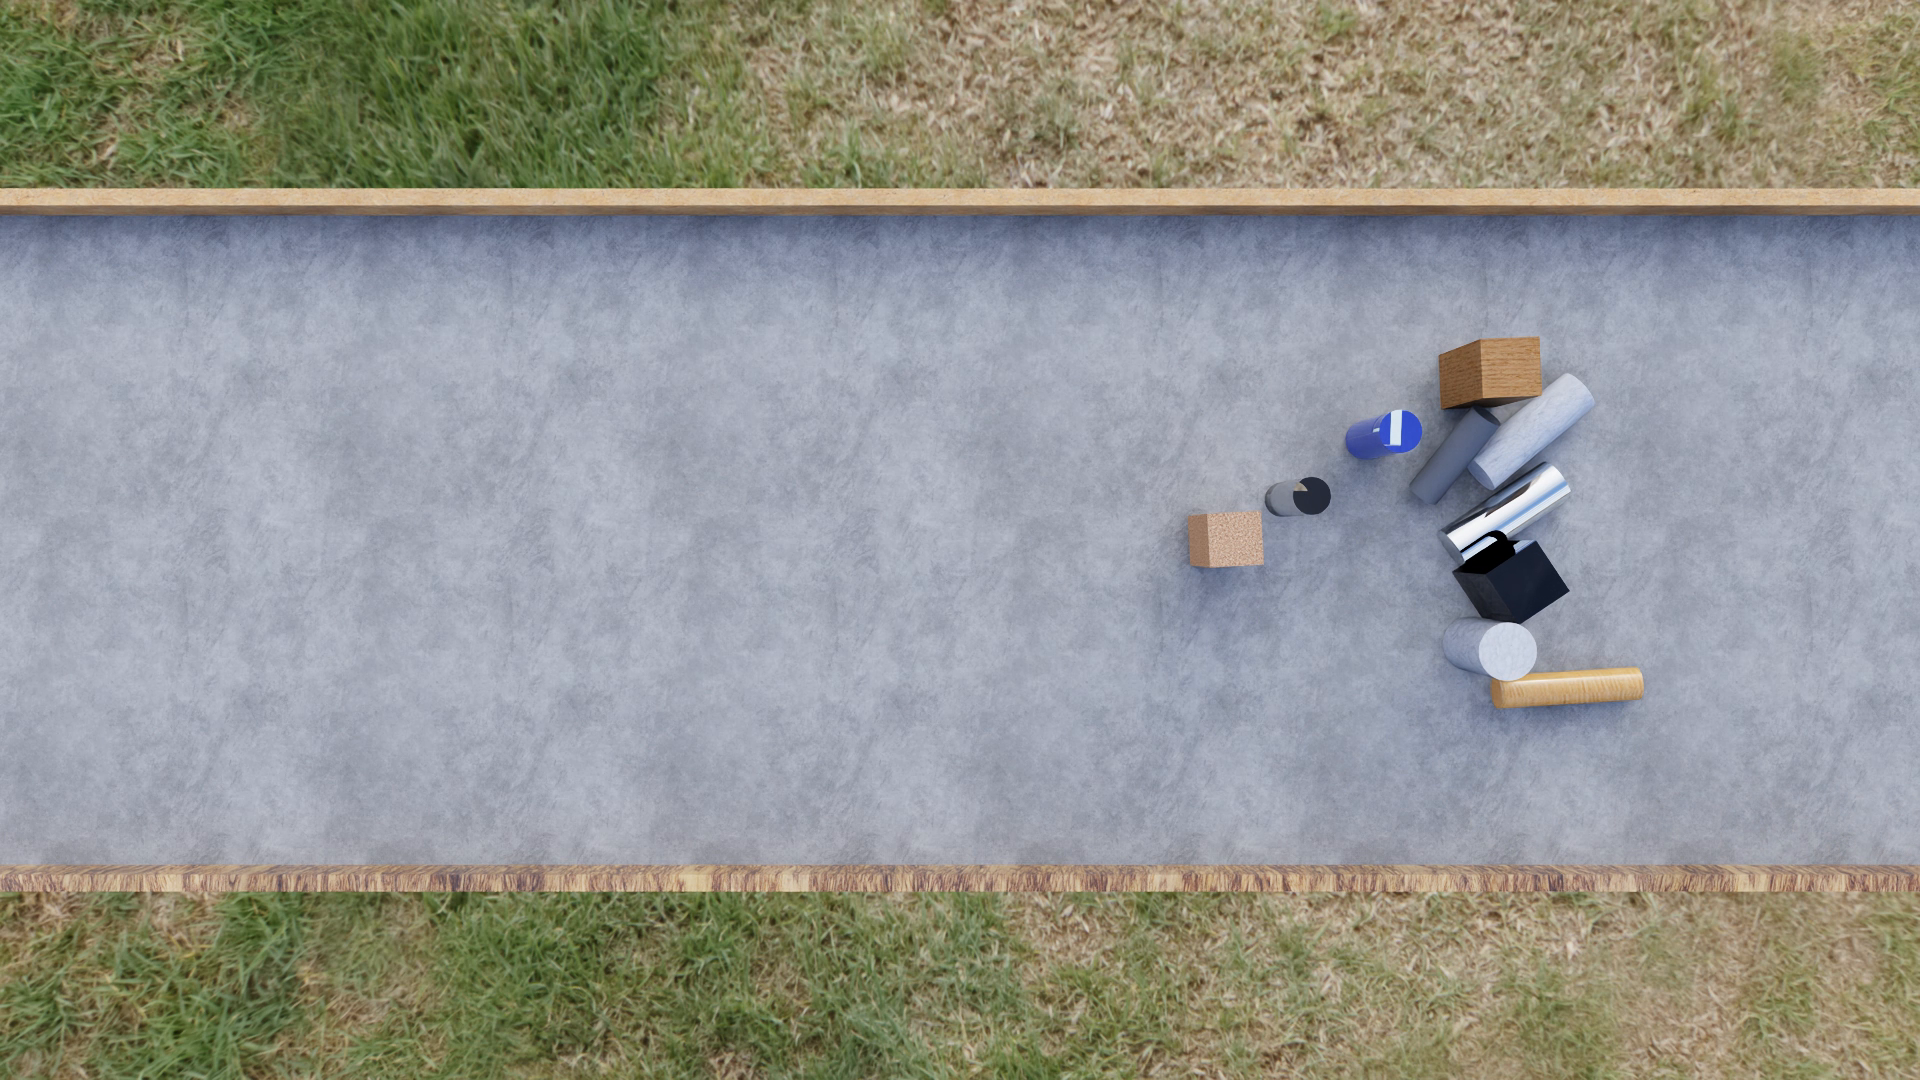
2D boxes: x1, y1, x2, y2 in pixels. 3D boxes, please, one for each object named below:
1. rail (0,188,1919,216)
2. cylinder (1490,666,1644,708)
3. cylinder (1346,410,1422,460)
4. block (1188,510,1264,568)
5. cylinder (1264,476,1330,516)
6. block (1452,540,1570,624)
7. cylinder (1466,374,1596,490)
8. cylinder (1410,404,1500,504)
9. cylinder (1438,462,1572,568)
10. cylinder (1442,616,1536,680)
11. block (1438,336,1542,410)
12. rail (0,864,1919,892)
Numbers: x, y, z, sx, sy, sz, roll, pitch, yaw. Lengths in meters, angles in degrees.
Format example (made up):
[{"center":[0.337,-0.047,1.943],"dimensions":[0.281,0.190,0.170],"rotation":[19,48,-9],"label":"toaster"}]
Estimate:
[{"center":[-2.247,-1.025,5.002],"dimensions":[12.000,0.150,0.050],"rotation":[0,90,0],"label":"rail"},{"center":[1.848,0.450,5.026],"dimensions":[0.429,0.101,0.101],"rotation":[-4,90,0],"label":"cylinder"},{"center":[1.247,-0.308,4.872],"dimensions":[0.122,0.409,0.122],"rotation":[0,90,0],"label":"cylinder"},{"center":[0.781,-0.003,4.876],"dimensions":[0.153,0.402,0.153],"rotation":[-3,90,0],"label":"block"},{"center":[0.992,-0.124,4.861],"dimensions":[0.108,0.431,0.108],"rotation":[0,90,0],"label":"cylinder"},{"center":[1.634,0.123,4.912],"dimensions":[0.175,0.330,0.175],"rotation":[-34,90,0],"label":"block"},{"center":[1.726,-0.329,5.009],"dimensions":[0.395,0.136,0.136],"rotation":[-40,90,0],"label":"cylinder"},{"center":[1.487,-0.255,4.961],"dimensions":[0.101,0.101,0.309],"rotation":[33,117,0],"label":"cylinder"},{"center":[1.652,-0.077,5.008],"dimensions":[0.380,0.137,0.137],"rotation":[-34,90,0],"label":"cylinder"},{"center":[1.572,0.320,4.908],"dimensions":[0.169,0.334,0.169],"rotation":[0,90,-1],"label":"cylinder"},{"center":[1.560,-0.489,4.873],"dimensions":[0.168,0.408,0.168],"rotation":[-2,90,0],"label":"block"},{"center":[-2.247,1.025,5.001],"dimensions":[12.000,0.150,0.050],"rotation":[0,90,0],"label":"rail"}]
